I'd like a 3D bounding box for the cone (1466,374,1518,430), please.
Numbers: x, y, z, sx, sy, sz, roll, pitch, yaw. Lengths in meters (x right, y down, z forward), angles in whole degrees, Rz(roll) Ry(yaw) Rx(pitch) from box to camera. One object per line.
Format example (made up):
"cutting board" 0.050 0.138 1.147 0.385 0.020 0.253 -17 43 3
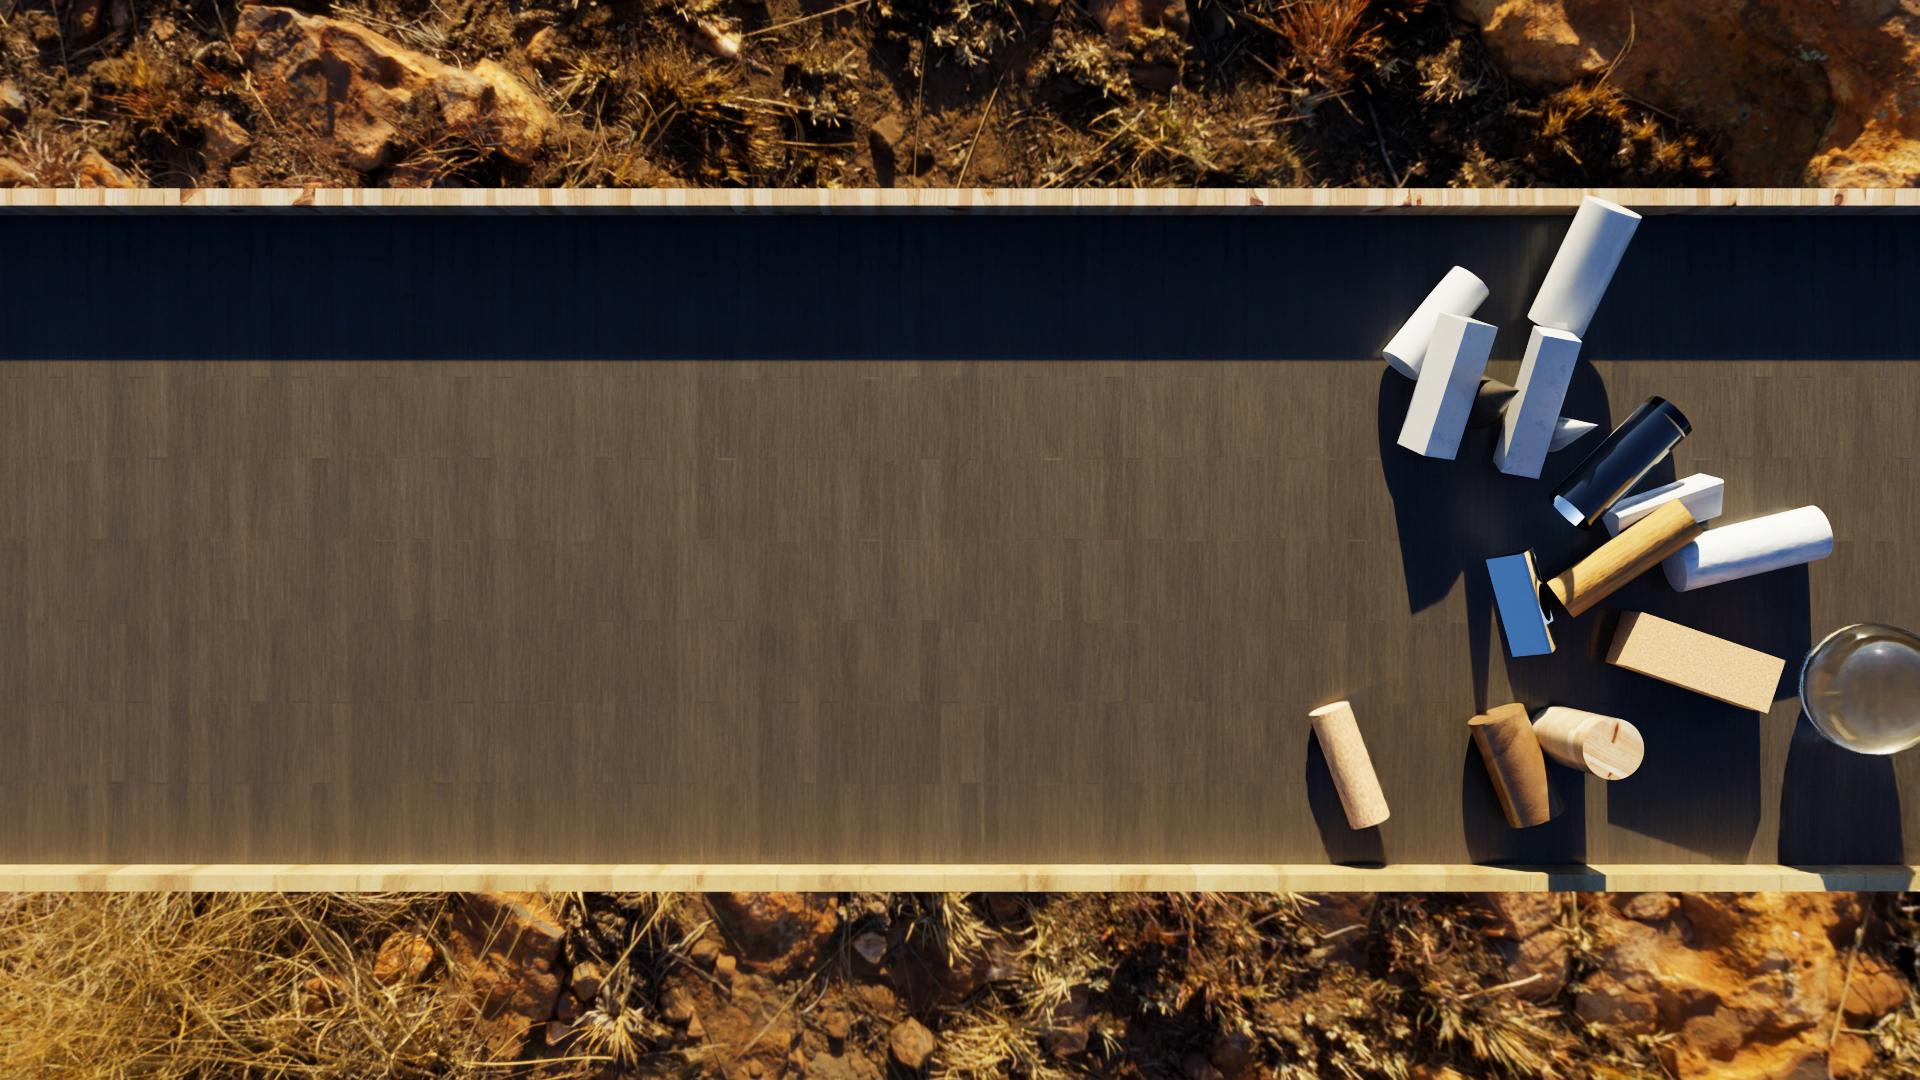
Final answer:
"cone" 1.589 -0.426 4.880 0.170 0.393 0.170 0 90 0

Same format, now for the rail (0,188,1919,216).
"rail" -2.247 -1.025 5.002 12.000 0.150 0.050 0 90 0

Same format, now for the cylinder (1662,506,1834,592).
"cylinder" 2.379 0.027 4.995 0.449 0.163 0.163 -13 90 0

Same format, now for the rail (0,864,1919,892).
"rail" -2.247 1.025 5.001 12.000 0.150 0.050 0 90 0

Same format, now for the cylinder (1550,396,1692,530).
"cylinder" 1.999 -0.232 4.997 0.425 0.159 0.159 -44 90 0

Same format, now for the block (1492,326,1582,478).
"block" 1.727 -0.411 4.943 0.114 0.114 0.431 10 112 0

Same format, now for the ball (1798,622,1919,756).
"ball" 2.702 0.440 4.881 0.390 0.390 0.390 0 90 0

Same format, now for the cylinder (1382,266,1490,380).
"cylinder" 1.443 -0.657 5.007 0.139 0.139 0.334 40 90 0

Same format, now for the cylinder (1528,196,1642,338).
"cylinder" 1.860 -0.813 4.920 0.172 0.172 0.383 19 114 0

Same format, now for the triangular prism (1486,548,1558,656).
"triangular prism" 1.730 0.190 5.009 0.148 0.128 0.310 -16 90 0

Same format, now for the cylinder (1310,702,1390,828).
"cylinder" 1.185 0.683 5.014 0.124 0.124 0.365 -20 90 0

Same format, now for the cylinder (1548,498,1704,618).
"cylinder" 1.995 0.056 4.955 0.442 0.132 0.132 -37 90 15

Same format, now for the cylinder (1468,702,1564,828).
"cylinder" 1.684 0.682 4.991 0.170 0.170 0.335 -22 90 0

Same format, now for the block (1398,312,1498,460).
"block" 1.459 -0.460 4.940 0.124 0.124 0.412 5 108 -28

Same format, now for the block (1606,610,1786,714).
"block" 2.222 0.367 4.994 0.443 0.166 0.166 19 90 0

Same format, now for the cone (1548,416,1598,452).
"cone" 1.821 -0.328 4.891 0.114 0.372 0.114 0 90 0

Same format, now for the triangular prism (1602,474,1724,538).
"triangular prism" 2.134 -0.106 4.994 0.331 0.122 0.140 -19 71 0

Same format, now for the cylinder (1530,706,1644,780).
"cylinder" 1.836 0.592 4.858 0.173 0.434 0.173 0 89 -1
